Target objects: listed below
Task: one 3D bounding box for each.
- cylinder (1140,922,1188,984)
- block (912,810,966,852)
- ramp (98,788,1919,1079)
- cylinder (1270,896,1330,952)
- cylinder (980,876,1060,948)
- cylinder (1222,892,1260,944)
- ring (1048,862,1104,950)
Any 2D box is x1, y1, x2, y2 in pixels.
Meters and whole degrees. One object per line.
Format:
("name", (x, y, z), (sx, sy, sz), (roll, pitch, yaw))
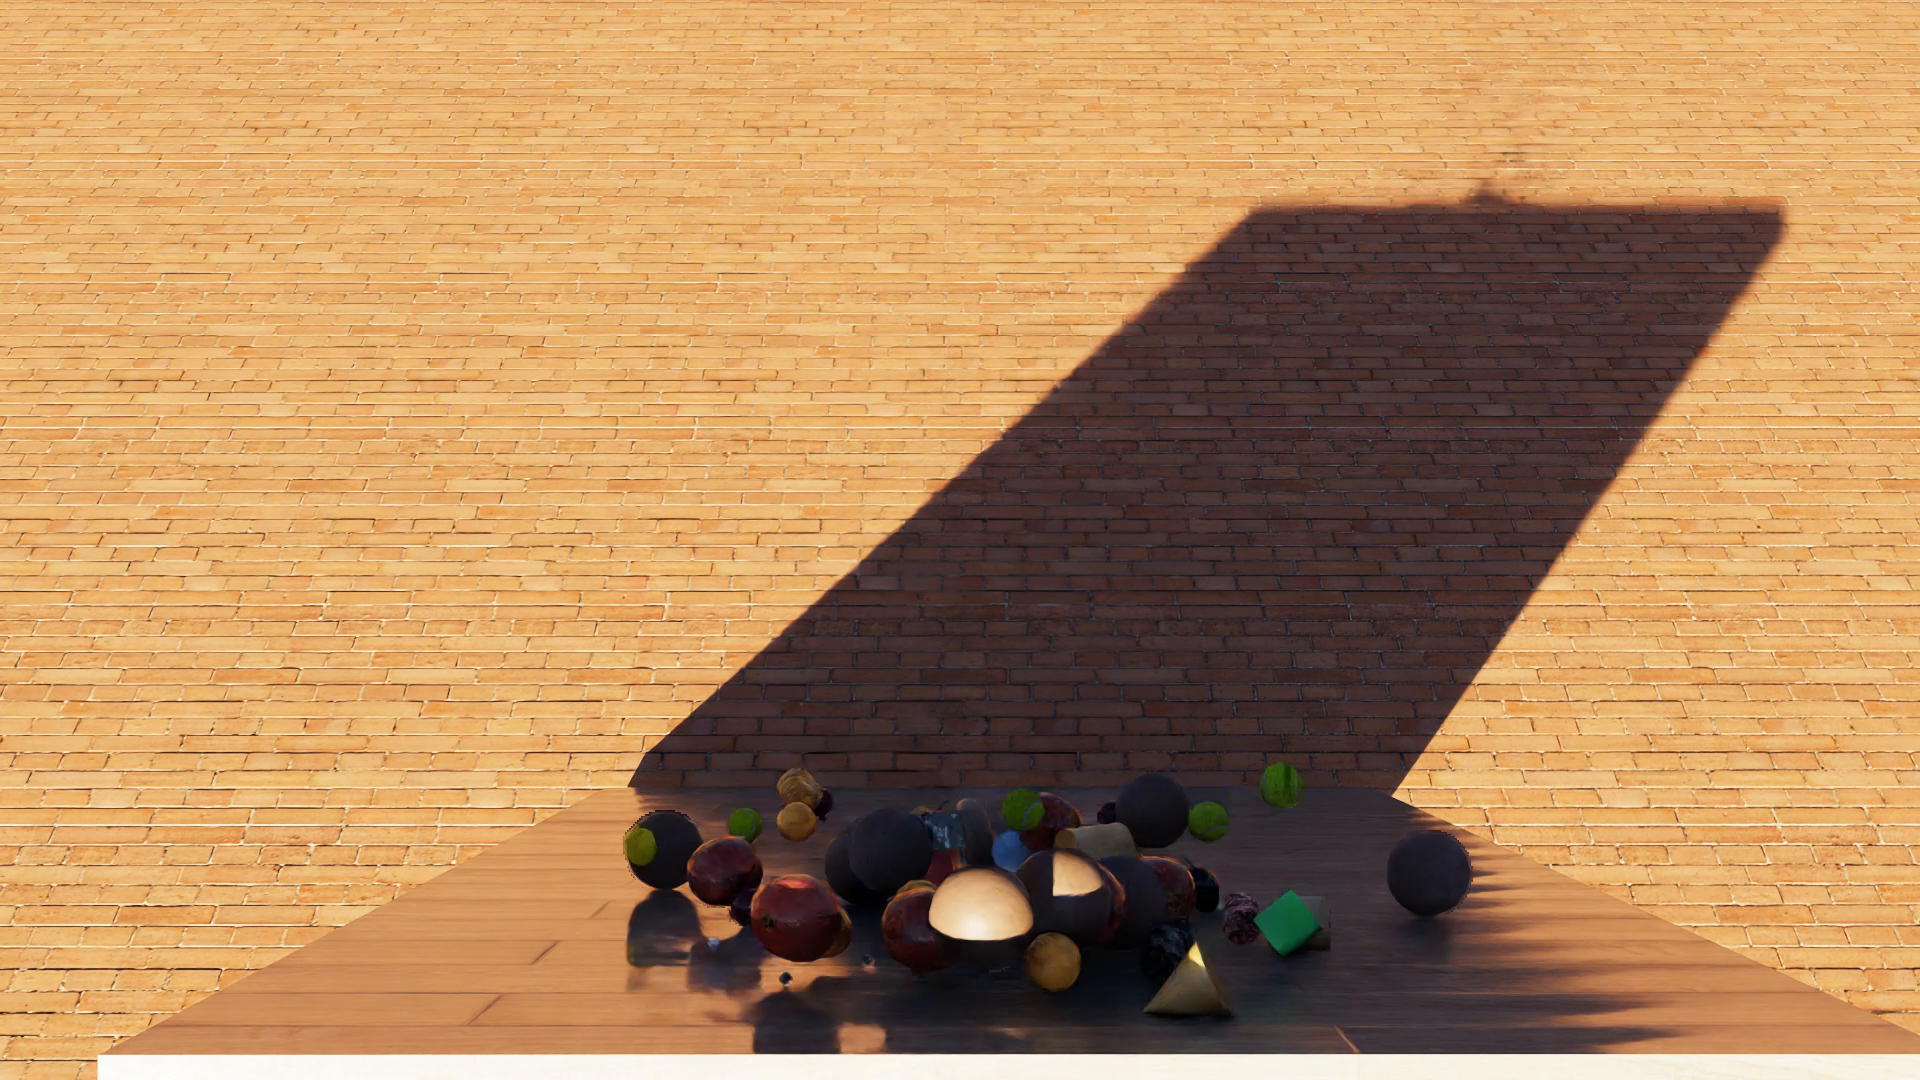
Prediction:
("cylinder", (0.258, 0.520, 3.271), (0.054, 0.054, 0.054), (7, 34, 10))
("block", (-0.033, 0.451, 4.018), (0.058, 0.058, 0.058), (1, -9, -33))
("ramp", (0.075, 0.649, 4.782), (2.000, 0.100, 4.000), (0, -1, 0))
("cylinder", (0.470, 0.531, 3.584), (0.074, 0.074, 0.074), (-4, 34, 4))
("cylinder", (0.091, 0.518, 3.617), (0.091, 0.091, 0.091), (28, 5, 35))
("cylinder", (0.397, 0.535, 3.667), (0.052, 0.052, 0.052), (2, 27, 3))
("ring", (0.161, 0.507, 3.603), (0.041, 0.122, 0.122), (-13, 26, 29))
